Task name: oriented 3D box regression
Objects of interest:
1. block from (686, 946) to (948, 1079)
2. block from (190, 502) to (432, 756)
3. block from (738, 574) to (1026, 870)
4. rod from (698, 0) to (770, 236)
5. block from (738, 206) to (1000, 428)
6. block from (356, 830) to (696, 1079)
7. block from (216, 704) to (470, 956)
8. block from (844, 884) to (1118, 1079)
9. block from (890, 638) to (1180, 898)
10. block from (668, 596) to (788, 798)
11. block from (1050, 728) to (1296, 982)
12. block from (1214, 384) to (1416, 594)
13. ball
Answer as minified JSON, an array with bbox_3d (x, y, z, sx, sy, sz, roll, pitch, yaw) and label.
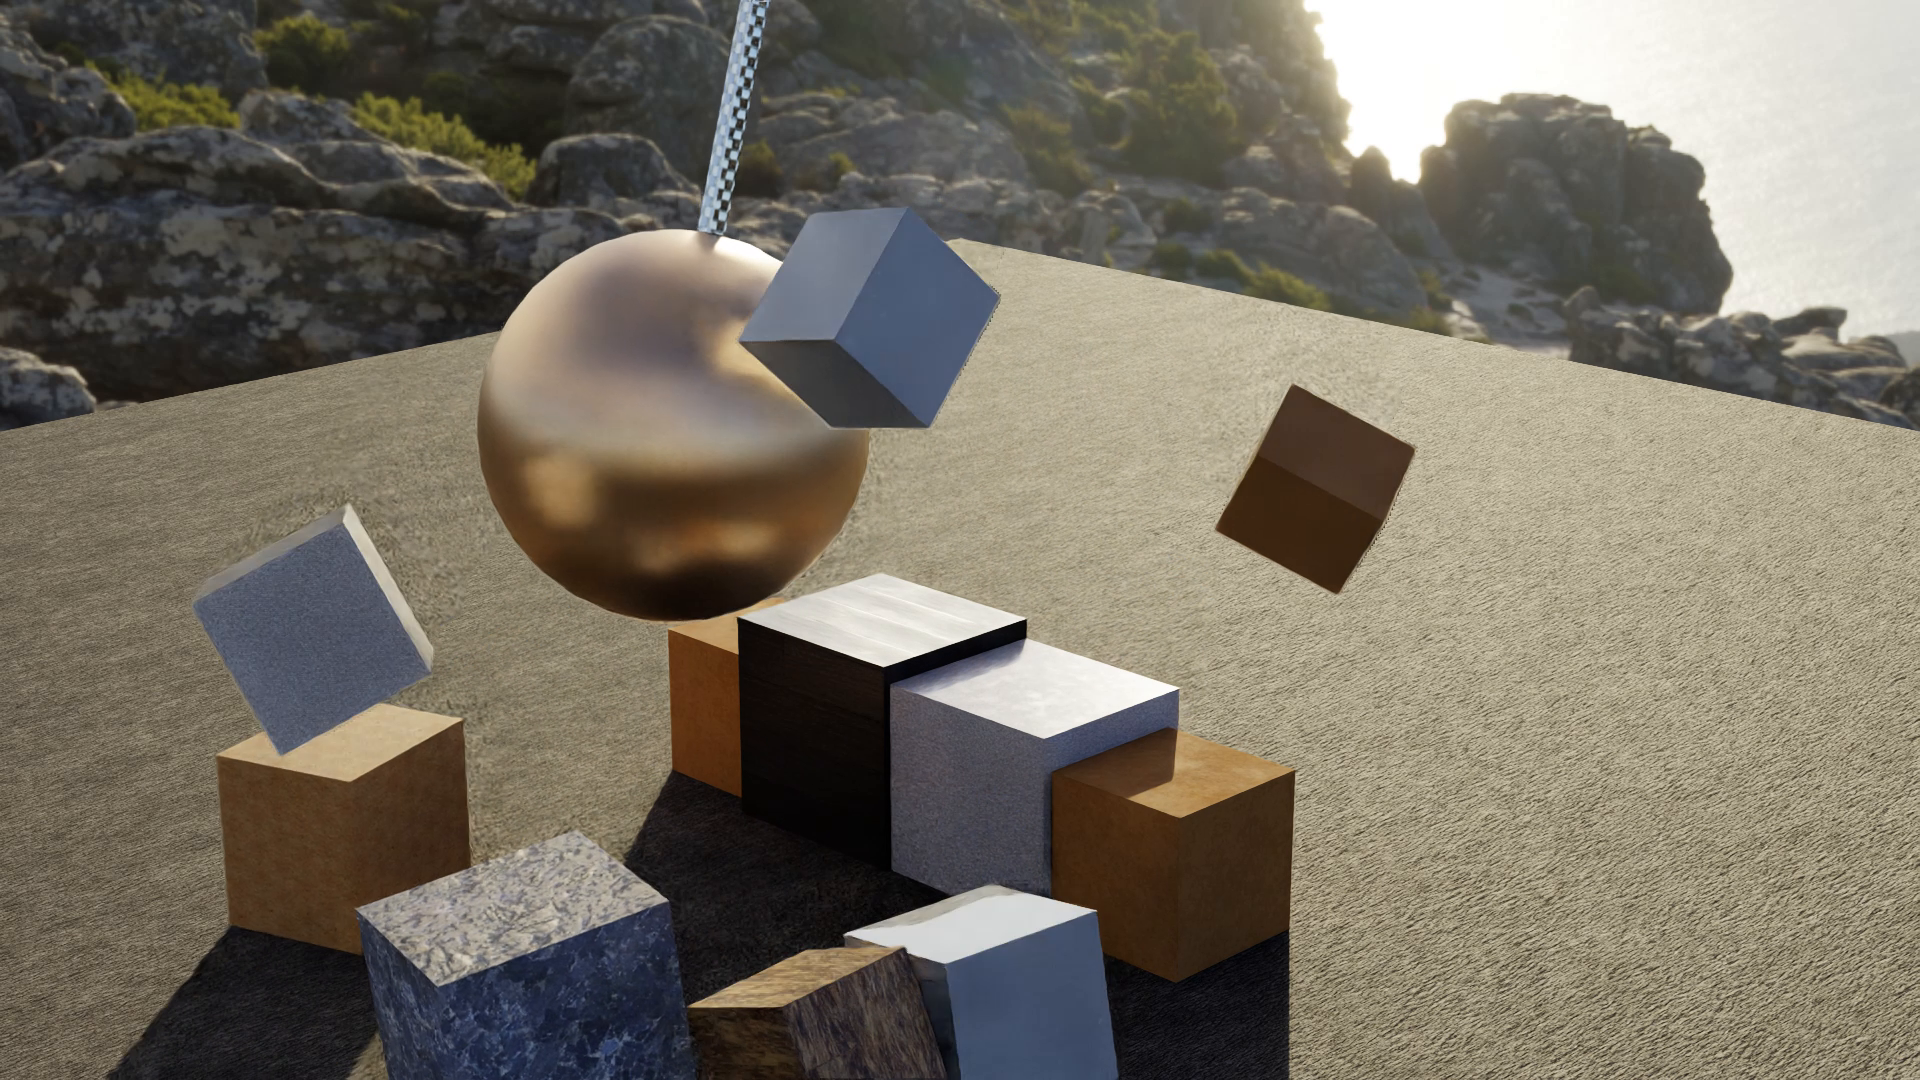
[{"bbox_3d":[-0.525,1.893,10.899,0.587,0.572,0.647,-21,6,-38],"label":"block"},{"bbox_3d":[-2.440,0.328,11.101,0.628,0.653,0.624,-29,11,-5],"label":"block"},{"bbox_3d":[-0.368,0.843,13.999,0.993,0.997,0.940,16,24,42],"label":"block"},{"bbox_3d":[-0.505,-3.782,11.624,0.080,5.200,0.080,17,8,42],"label":"rod"},{"bbox_3d":[-0.345,-0.838,11.119,0.580,0.561,0.610,4,59,49],"label":"block"},{"bbox_3d":[-1.623,1.769,11.050,0.922,0.895,0.782,-18,24,-28],"label":"block"},{"bbox_3d":[-2.721,1.250,13.025,0.709,0.805,0.825,8,19,24],"label":"block"},{"bbox_3d":[0.080,1.794,11.295,0.718,0.672,0.676,-14,11,-34],"label":"block"},{"bbox_3d":[0.335,1.094,13.342,0.884,0.913,0.958,-17,24,-42],"label":"block"},{"bbox_3d":[-0.959,0.789,14.594,0.706,0.745,0.657,-17,24,-42],"label":"block"},{"bbox_3d":[0.923,1.355,12.779,0.759,0.752,0.729,-17,24,-42],"label":"block"},{"bbox_3d":[1.255,-0.180,10.374,0.493,0.420,0.410,28,47,3],"label":"block"},{"bbox_3d":[-1.165,-0.465,11.974,1.600,1.600,1.600,0,17,0],"label":"ball"}]
